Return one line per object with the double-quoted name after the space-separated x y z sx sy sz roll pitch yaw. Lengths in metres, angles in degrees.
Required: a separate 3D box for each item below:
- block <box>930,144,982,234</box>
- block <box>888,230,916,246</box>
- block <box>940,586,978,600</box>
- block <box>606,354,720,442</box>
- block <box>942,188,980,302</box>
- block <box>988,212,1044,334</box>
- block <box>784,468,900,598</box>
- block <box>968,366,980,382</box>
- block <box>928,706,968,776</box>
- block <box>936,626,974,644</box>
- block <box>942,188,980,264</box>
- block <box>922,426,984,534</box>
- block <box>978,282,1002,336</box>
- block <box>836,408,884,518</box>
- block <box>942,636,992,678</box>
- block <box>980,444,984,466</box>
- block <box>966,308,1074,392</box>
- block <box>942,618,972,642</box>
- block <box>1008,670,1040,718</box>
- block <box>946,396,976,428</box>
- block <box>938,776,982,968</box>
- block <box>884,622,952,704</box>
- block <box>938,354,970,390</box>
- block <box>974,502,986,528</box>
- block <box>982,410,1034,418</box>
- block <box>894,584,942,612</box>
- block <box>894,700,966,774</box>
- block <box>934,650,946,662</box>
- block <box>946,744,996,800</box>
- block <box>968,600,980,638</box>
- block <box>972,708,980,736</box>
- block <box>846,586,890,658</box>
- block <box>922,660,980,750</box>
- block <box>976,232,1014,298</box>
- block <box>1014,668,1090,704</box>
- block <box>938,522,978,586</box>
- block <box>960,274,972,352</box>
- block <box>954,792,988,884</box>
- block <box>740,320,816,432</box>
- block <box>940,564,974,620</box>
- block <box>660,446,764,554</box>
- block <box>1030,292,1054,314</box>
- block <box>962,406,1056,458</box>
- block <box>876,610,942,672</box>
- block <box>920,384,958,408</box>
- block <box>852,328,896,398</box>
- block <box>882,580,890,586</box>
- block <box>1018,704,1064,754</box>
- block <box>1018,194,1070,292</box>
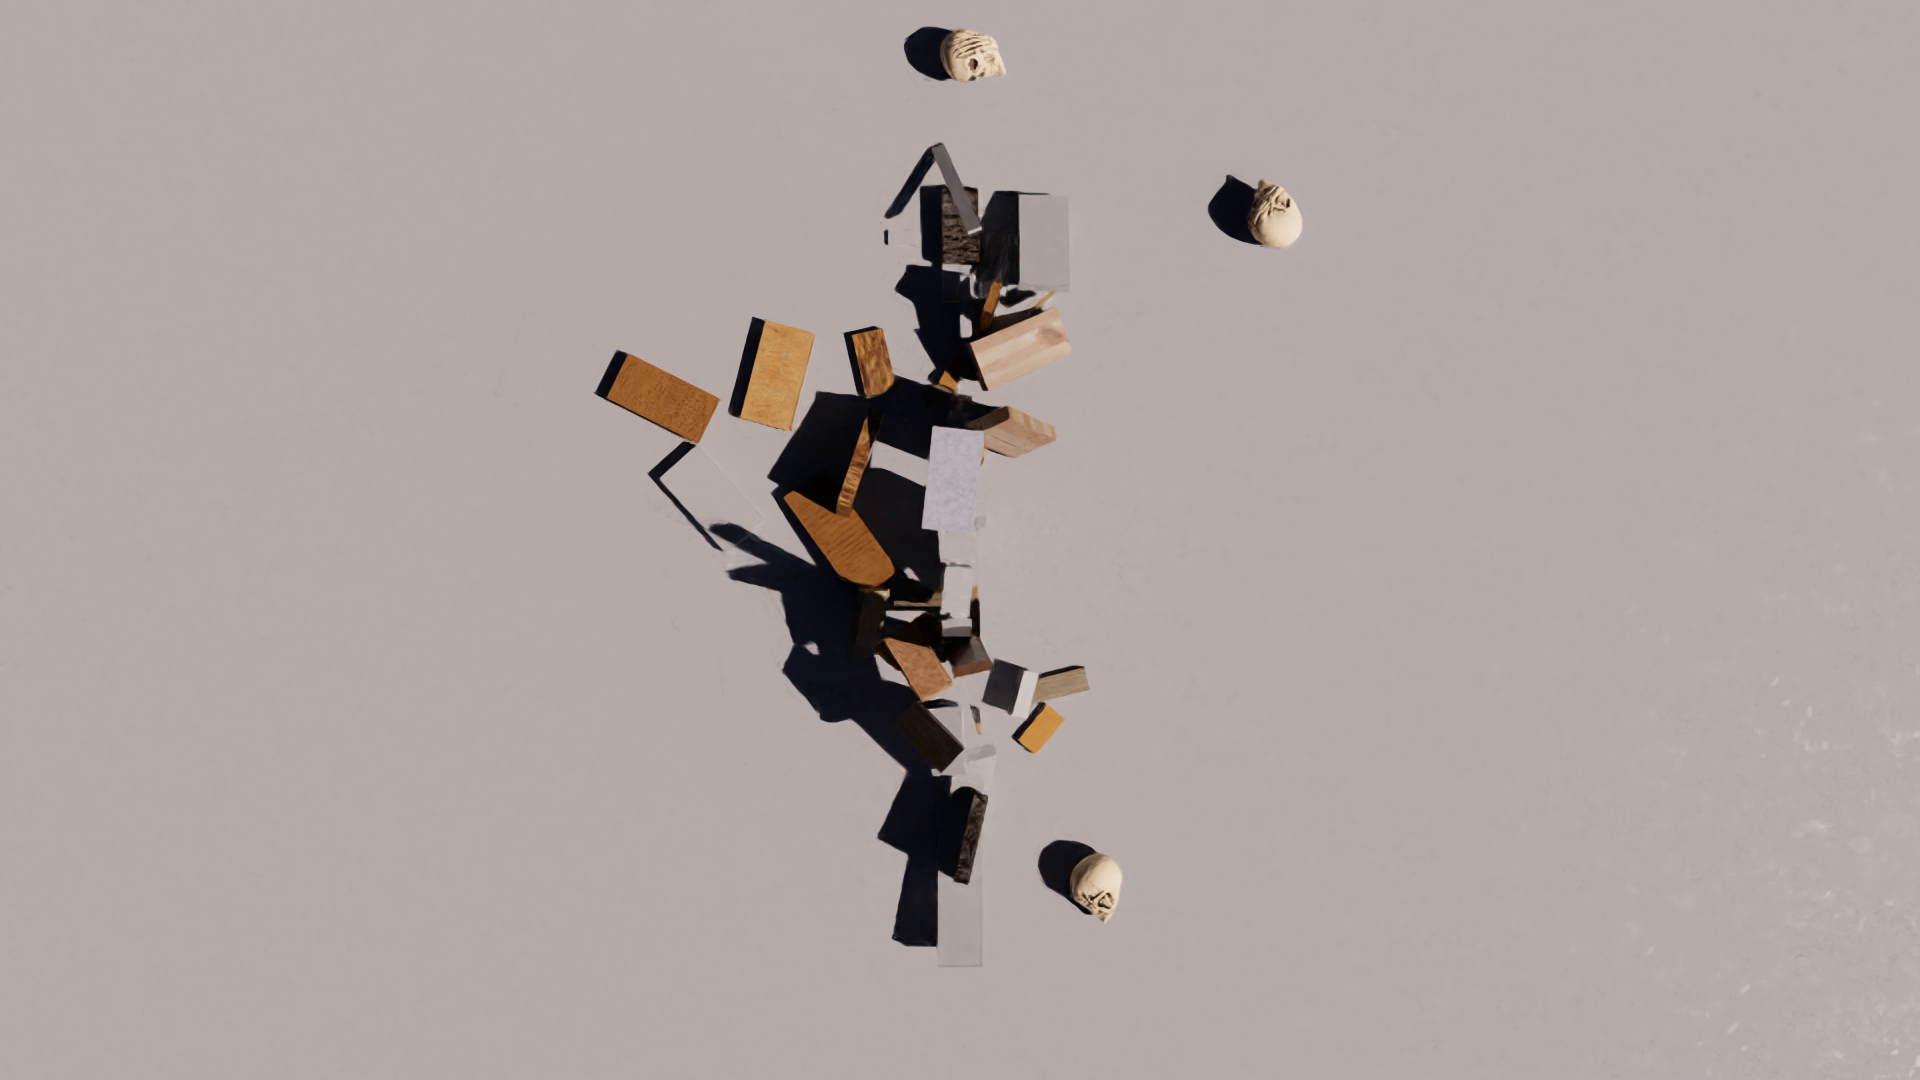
-0.014 -1.146 5.370 0.046 0.013 0.428 -21 54 0 "block"
-0.195 -1.006 5.493 0.093 0.013 0.046 2 90 0 "block"
-0.002 0.102 5.400 0.122 0.245 0.035 0 46 0 "block"
-0.984 -0.470 5.476 0.332 0.047 0.166 26 90 0 "block"
0.001 -0.980 5.483 0.122 0.034 0.375 1 90 0 "block"
0.192 -0.821 5.477 0.165 0.047 0.499 13 90 0 "block"
-0.392 -0.019 5.458 0.167 0.047 0.422 -36 85 0 "block"
0.080 -0.578 5.449 0.058 0.016 0.115 34 108 -7 "block"
-0.040 0.626 5.149 0.107 0.030 0.213 -4 93 10 "block"
0.000 0.320 5.172 0.092 0.184 0.026 -18 127 -15 "block"
0.002 -1.035 5.448 0.121 0.034 0.243 -2 90 0 "block"
-0.022 -0.186 5.153 0.161 0.046 0.322 6 90 1 "block"
0.095 -0.747 5.339 0.030 0.210 0.105 19 76 0 "block"
-0.328 -0.249 5.382 0.047 0.167 0.334 18 78 -2 "block"
0.021 0.350 4.958 0.115 0.310 0.033 -13 100 -4 "block"
-0.004 -0.279 5.338 0.161 0.322 0.046 3 89 0 "block"
0.196 -0.627 5.411 0.329 0.047 0.165 -25 102 -18 "block"
-0.013 0.271 4.940 0.085 0.428 0.024 -5 81 -1 "block"
0.209 0.508 5.443 0.022 0.077 0.154 15 90 45 "block"
0.004 -0.410 5.425 0.087 0.174 0.025 -8 130 0 "block"
-0.002 1.086 5.428 0.145 0.041 0.616 0 80 0 "block"
-0.131 0.383 5.153 0.115 0.033 0.230 -28 70 -13 "block"
-0.019 -0.557 5.474 0.058 0.016 0.115 24 77 11 "block"
0.004 -0.079 5.337 0.161 0.322 0.046 -1 84 0 "block"
0.157 -0.400 5.456 0.174 0.087 0.025 7 84 0 "block"
-0.132 0.194 5.456 0.169 0.024 0.085 5 126 6 "block"
-0.095 0.610 5.126 0.213 0.030 0.107 44 103 8 "block"
-0.012 0.386 5.356 0.143 0.285 0.040 -15 95 0 "block"
0.035 0.748 5.314 0.145 0.290 0.041 -13 61 -10 "block"
0.018 0.288 5.318 0.092 0.359 0.026 -4 115 2 "block"
-0.005 0.590 5.356 0.143 0.285 0.040 0 93 0 "block"
-0.301 0.270 5.410 0.033 0.115 0.230 24 109 41 "block"
-0.041 0.529 5.192 0.143 0.040 0.285 -15 90 0 "block"
0.117 -0.906 5.442 0.030 0.105 0.210 14 83 -44 "block"
0.305 0.489 5.489 0.241 0.022 0.077 -14 90 0 "block"
-0.004 0.048 5.278 0.122 0.035 0.245 -1 132 1 "block"
0.019 -0.747 5.414 0.034 0.121 0.243 -1 103 0 "block"
0.037 0.967 5.352 0.041 0.145 0.290 12 81 6 "block"
-0.604 -0.544 5.476 0.167 0.047 0.334 15 90 0 "block"
-0.011 0.171 5.283 0.092 0.026 0.184 5 106 -5 "block"
-0.823 -0.135 5.476 0.166 0.047 0.332 -42 90 0 "block"
0.268 -0.777 5.376 0.013 0.046 0.093 46 68 -2 "block"
0.162 -0.346 5.316 0.166 0.332 0.047 -23 71 24 "block"
-0.152 0.321 5.247 0.213 0.030 0.107 -35 54 -24 "block"
-0.069 -0.488 5.483 0.115 0.016 0.058 -27 71 0 "block"
-0.284 -0.589 5.485 0.105 0.030 0.210 -13 90 0 "block"
-0.321 0.114 5.488 0.169 0.024 0.085 43 90 0 "block"
0.270 0.631 5.489 0.077 0.022 0.154 40 90 0 "block"
0.272 -0.973 5.398 0.165 0.047 0.329 2 70 -4 "block"
